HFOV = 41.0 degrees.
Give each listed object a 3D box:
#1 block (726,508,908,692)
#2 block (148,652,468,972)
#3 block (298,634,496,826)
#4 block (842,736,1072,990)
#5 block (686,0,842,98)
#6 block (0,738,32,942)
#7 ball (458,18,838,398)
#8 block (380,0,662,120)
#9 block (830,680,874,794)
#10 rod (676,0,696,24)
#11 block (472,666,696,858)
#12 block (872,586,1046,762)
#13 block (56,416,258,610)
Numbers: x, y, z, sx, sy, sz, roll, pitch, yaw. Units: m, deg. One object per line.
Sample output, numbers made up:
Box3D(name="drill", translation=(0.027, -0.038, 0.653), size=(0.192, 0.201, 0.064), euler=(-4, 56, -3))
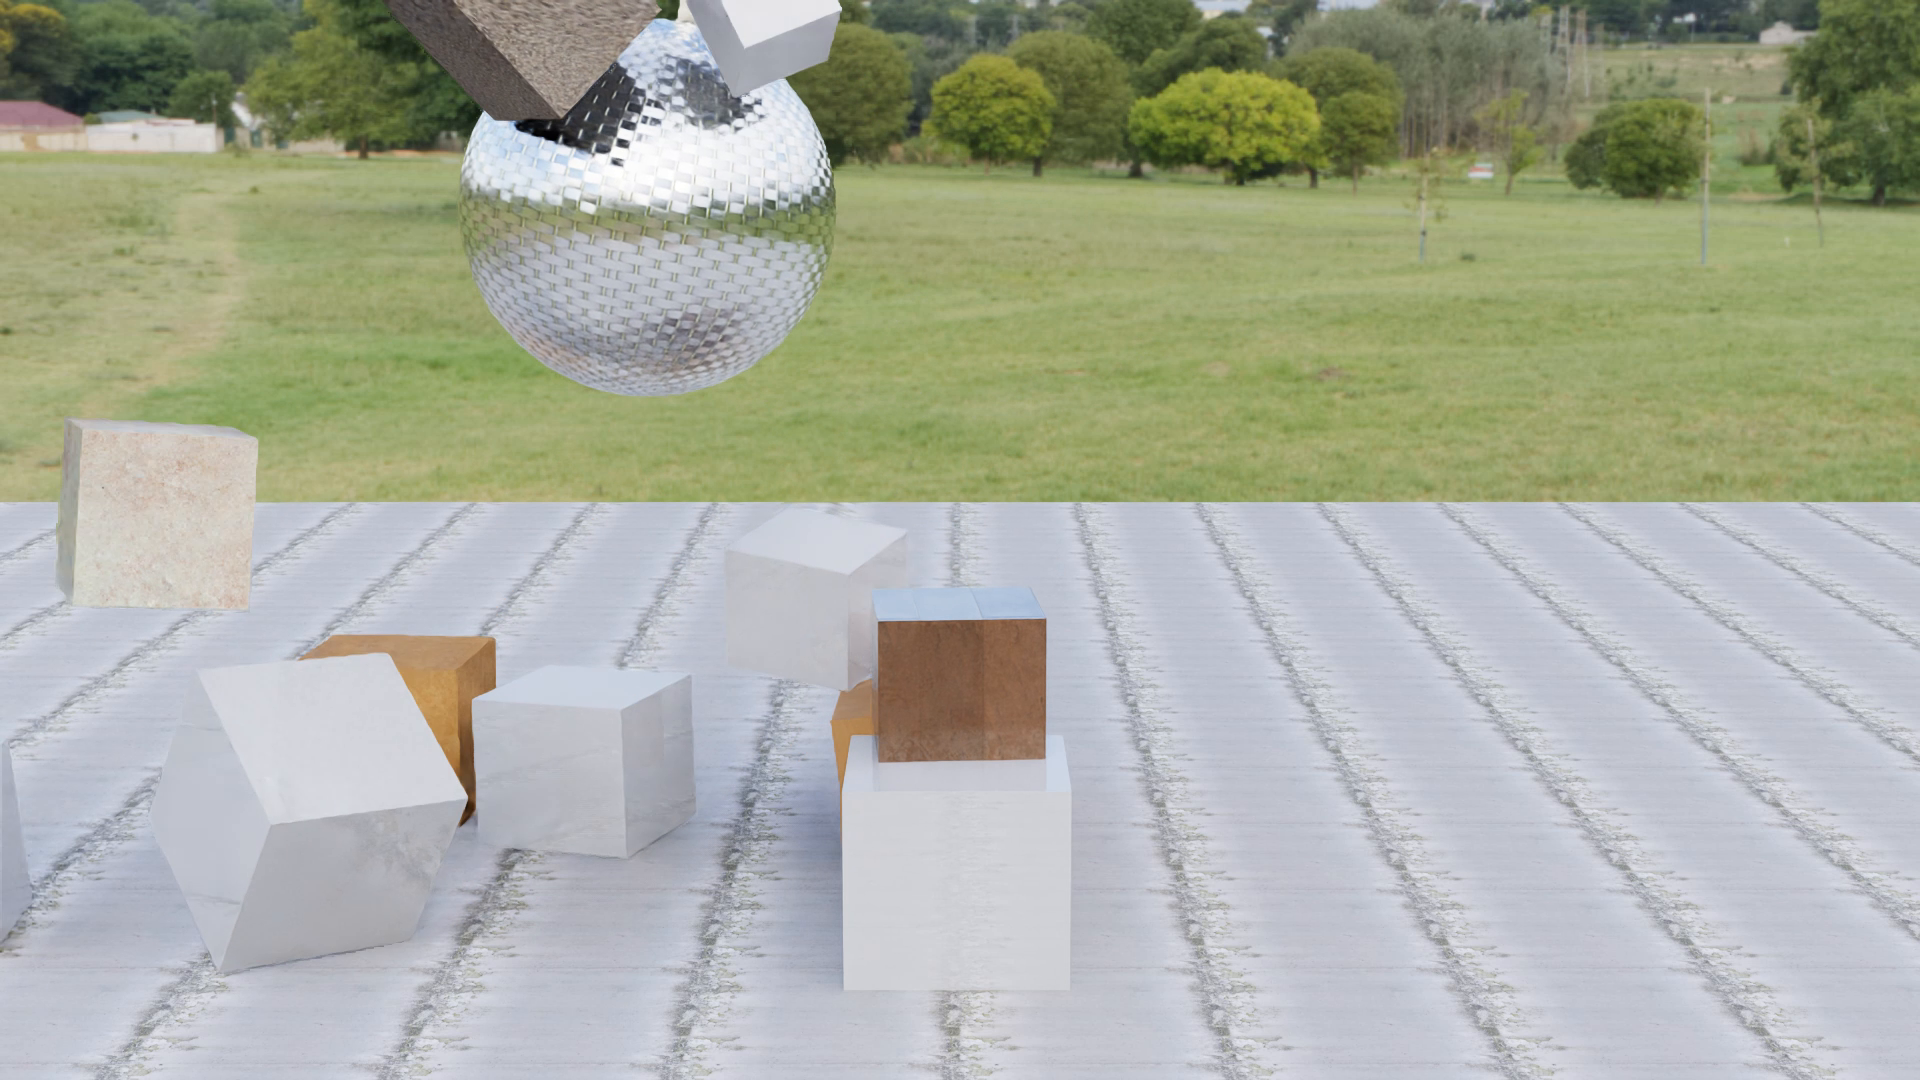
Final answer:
Box3D(name="block", translation=(-0.672, 0.273, 12.149), size=(0.647, 0.591, 0.612), euler=(11, 24, 23))
Box3D(name="block", translation=(-2.622, 1.074, 10.277), size=(0.825, 0.839, 0.838), euler=(-4, 44, -39))
Box3D(name="block", translation=(-2.732, 0.909, 12.446), size=(0.807, 0.756, 0.733), euler=(1, 10, 4))
Box3D(name="block", translation=(-0.012, 1.279, 10.302), size=(0.878, 0.798, 0.850), euler=(0, 10, 0))
Box3D(name="block", translation=(-0.792, -2.136, 10.200), size=(0.421, 0.478, 0.486), euler=(-25, -8, -15))
Box3D(name="block", translation=(-4.265, 1.267, 10.453), size=(0.702, 0.714, 0.628), euler=(-6, 11, -5))
Box3D(name="ball", translation=(-1.324, -1.410, 10.924), size=(1.600, 1.600, 1.600), euler=(0, 10, 0))
Box3D(name="block", translation=(-1.729, -2.101, 9.969), size=(0.596, 0.706, 0.713), euler=(-51, 29, -15))
Box3D(name="block", translation=(-0.163, 1.026, 11.775), size=(0.715, 0.680, 0.736), euler=(-7, 10, 3))
Box3D(name="rod", translation=(-0.574, -4.672, 10.331), size=(0.080, 5.200, 0.080), euler=(13, 10, -2))
Box3D(name="block", translation=(-1.746, 1.021, 11.986), size=(0.757, 0.688, 0.737), euler=(2, 11, 19))
Box3D(name="block", translation=(-0.014, 0.542, 10.513), size=(0.669, 0.576, 0.644), euler=(-1, 10, -4))
Box3D(name="block", translation=(-3.321, -0.114, 10.587), size=(0.681, 0.699, 0.660), euler=(3, 6, -25))
